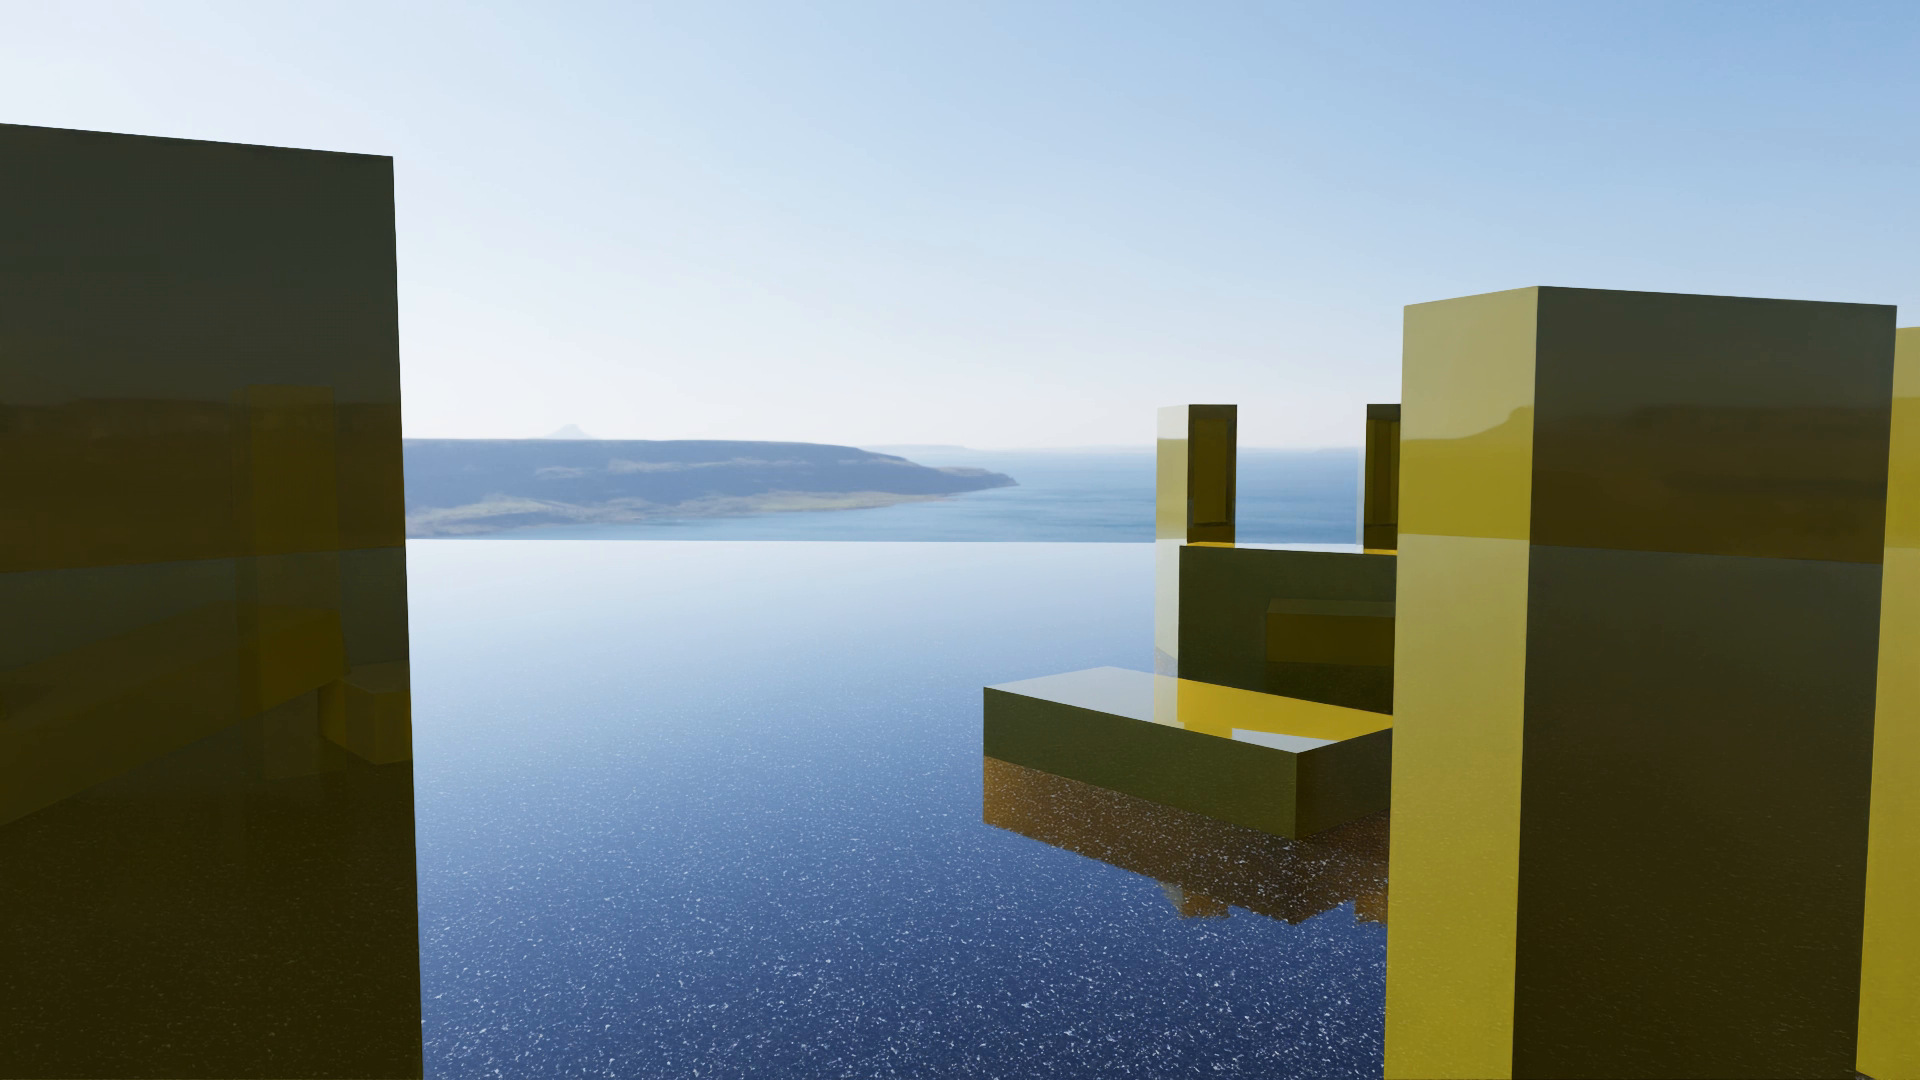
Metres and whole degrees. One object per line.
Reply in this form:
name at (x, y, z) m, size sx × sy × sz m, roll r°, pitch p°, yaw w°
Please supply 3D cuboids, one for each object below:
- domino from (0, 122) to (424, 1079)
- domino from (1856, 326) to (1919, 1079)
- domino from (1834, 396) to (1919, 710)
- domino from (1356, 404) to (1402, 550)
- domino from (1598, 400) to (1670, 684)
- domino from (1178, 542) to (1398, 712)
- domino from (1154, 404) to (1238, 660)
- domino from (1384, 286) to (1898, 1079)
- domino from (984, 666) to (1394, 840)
domino at (-0.024, 0.014, 0.045) m, size 0.010 × 0.050 × 0.025 m, roll -2°, pitch 5°, yaw -24°
domino at (0.067, 0.011, 0.084) m, size 0.009 × 0.050 × 0.025 m, roll -2°, pitch 5°, yaw -22°
domino at (0.156, 0.001, 0.217) m, size 0.010 × 0.050 × 0.025 m, roll 4°, pitch 6°, yaw 42°
domino at (0.084, -0.001, 0.254) m, size 0.010 × 0.050 × 0.025 m, roll 1°, pitch 4°, yaw 14°
domino at (0.125, 0.000, 0.238) m, size 0.010 × 0.050 × 0.025 m, roll 2°, pitch 5°, yaw 28°
domino at (0.062, 0.014, 0.213) m, size 0.050 × 0.025 × 0.010 m, roll 3°, pitch 5°, yaw 32°
domino at (0.047, -0.002, 0.258) m, size 0.010 × 0.050 × 0.025 m, roll 0°, pitch 4°, yaw -5°
domino at (0.038, 0.012, 0.072) m, size 0.025 × 0.050 × 0.010 m, roll -2°, pitch 5°, yaw -20°
domino at (0.029, 0.026, 0.165) m, size 0.025 × 0.009 × 0.050 m, roll -4°, pitch 6°, yaw -41°
